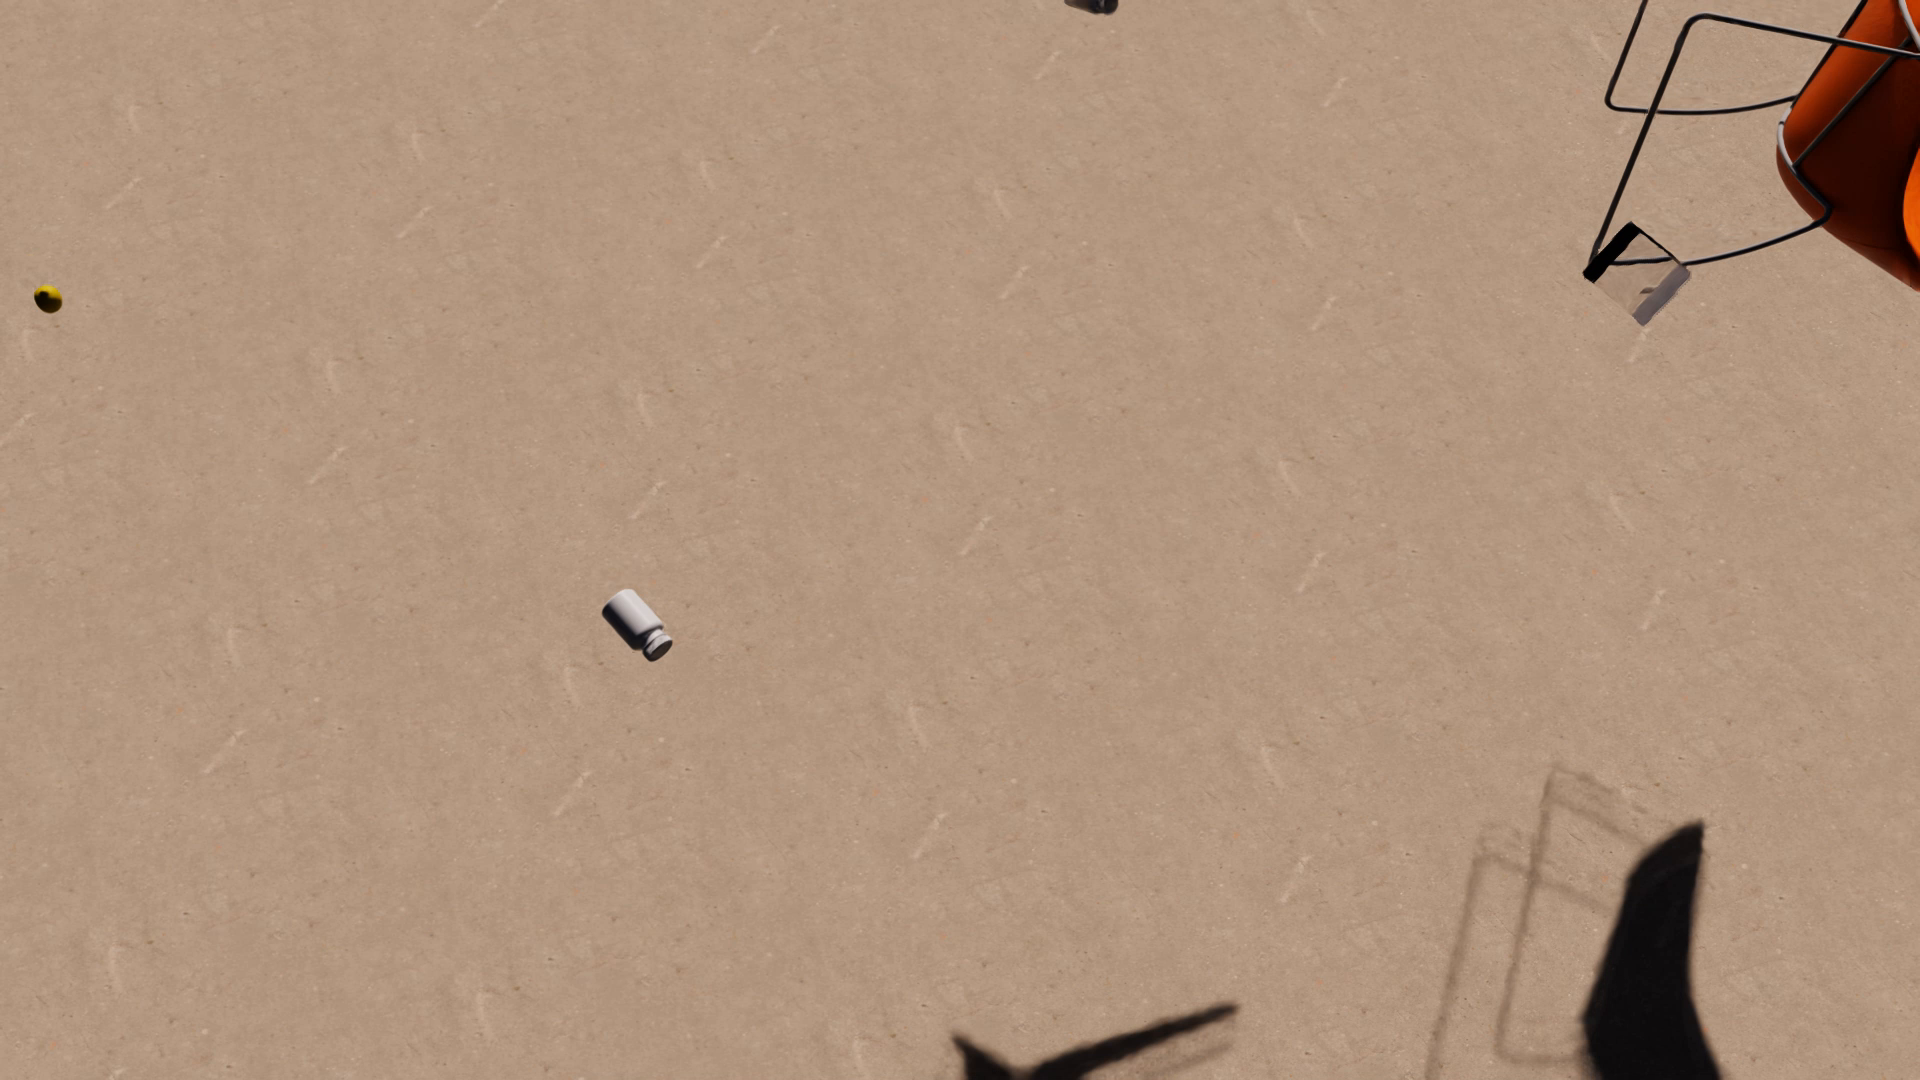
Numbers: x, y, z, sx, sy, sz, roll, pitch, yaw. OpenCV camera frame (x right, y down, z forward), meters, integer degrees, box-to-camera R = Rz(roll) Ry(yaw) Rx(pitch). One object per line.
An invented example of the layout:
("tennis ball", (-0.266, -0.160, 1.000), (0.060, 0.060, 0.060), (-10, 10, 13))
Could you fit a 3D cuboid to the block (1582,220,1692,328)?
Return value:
("block", (1.081, -0.425, 3.515), (0.110, 0.101, 0.097), (-50, 57, 14))
